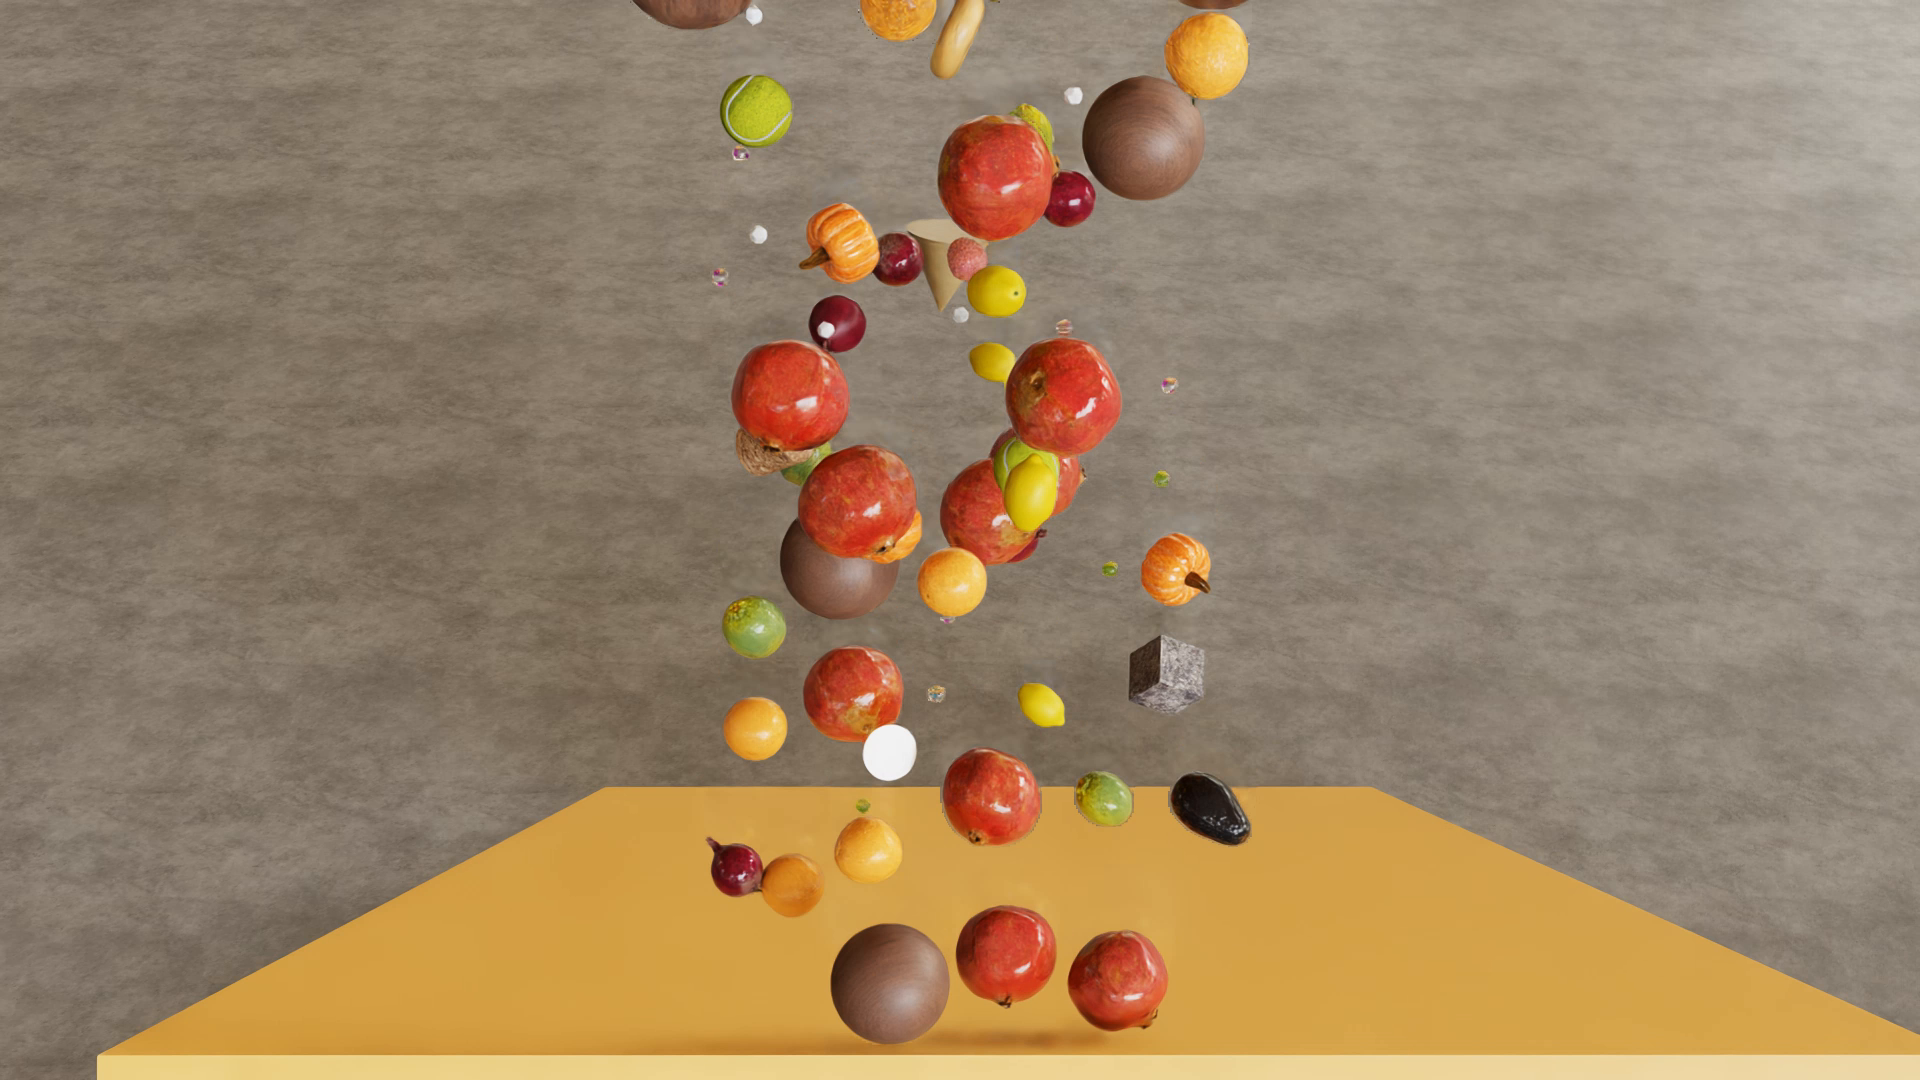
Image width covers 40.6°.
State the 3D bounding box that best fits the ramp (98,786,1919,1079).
[{"bbox_3d":[0.075,0.649,4.780,2.000,0.100,4.000,0,-1,0],"label":"ramp"}]

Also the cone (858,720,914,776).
[{"bbox_3d":[-0.085,0.224,2.794,0.060,0.060,0.060,-7,-2,-11],"label":"cone"}]

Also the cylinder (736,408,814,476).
[{"bbox_3d":[-0.196,-0.103,2.742,0.059,0.059,0.059,-17,21,37],"label":"cylinder"}]

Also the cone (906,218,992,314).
[{"bbox_3d":[-0.017,-0.297,2.885,0.096,0.096,0.096,6,22,-2],"label":"cone"}]

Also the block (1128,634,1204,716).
[{"bbox_3d":[0.226,0.148,2.845,0.058,0.058,0.058,20,56,-26],"label":"block"}]
